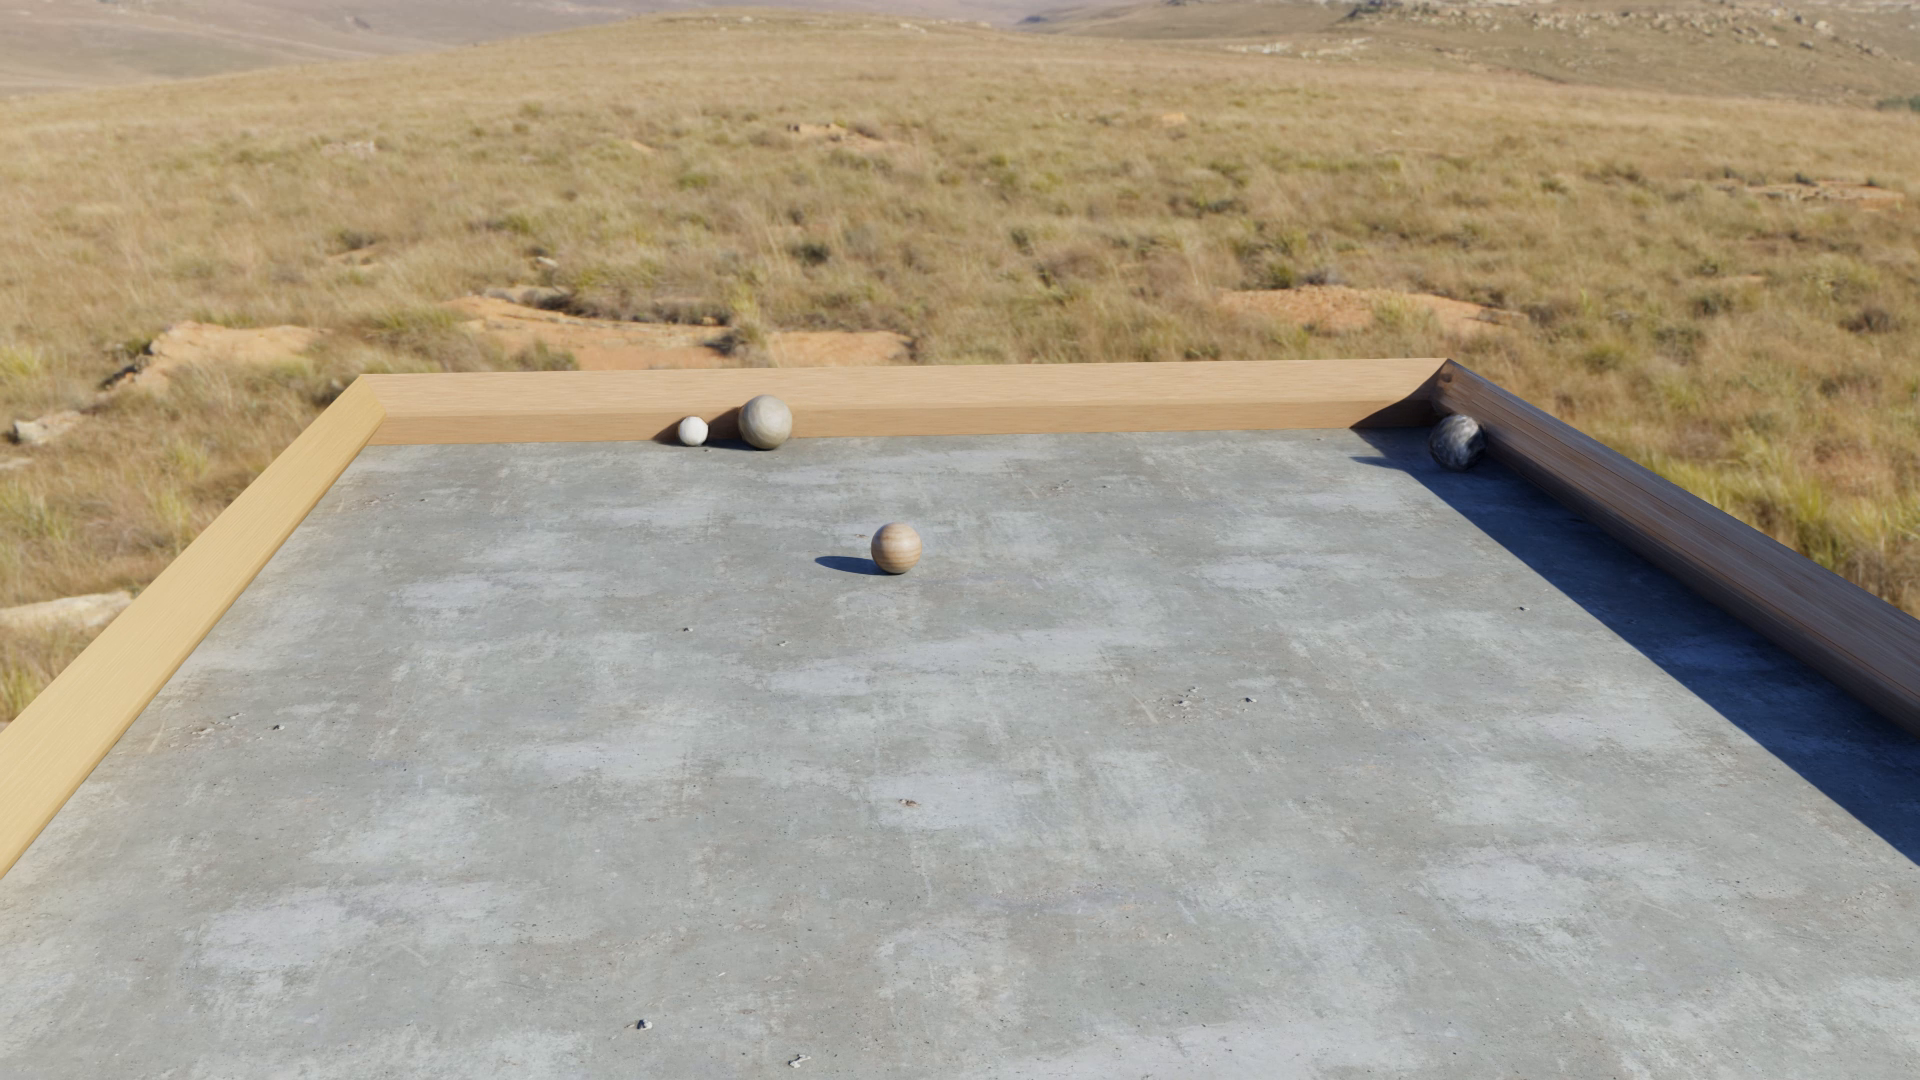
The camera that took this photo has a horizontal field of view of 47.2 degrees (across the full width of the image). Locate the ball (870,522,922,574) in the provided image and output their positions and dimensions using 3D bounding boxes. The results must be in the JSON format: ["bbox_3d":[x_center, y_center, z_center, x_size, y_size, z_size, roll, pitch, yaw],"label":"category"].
[{"bbox_3d":[-0.081,0.010,2.798,0.066,0.066,0.066,0,14,0],"label":"ball"}]

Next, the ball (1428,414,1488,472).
[{"bbox_3d":[0.763,-0.148,3.370,0.088,0.088,0.088,0,14,0],"label":"ball"}]

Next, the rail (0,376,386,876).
[{"bbox_3d":[-0.798,0.202,1.949,0.045,0.115,3.334,-1,14,-5],"label":"rail"}]

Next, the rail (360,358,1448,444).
[{"bbox_3d":[-0.071,-0.224,3.609,1.795,0.115,0.045,-1,14,-5],"label":"rail"}]

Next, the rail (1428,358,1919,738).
[{"bbox_3d":[0.943,0.164,2.097,0.045,0.115,3.334,-1,14,-5],"label":"rail"}]

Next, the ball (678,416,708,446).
[{"bbox_3d":[-0.432,-0.176,3.558,0.048,0.048,0.048,0,14,0],"label":"ball"}]

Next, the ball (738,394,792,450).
[{"bbox_3d":[-0.312,-0.189,3.528,0.089,0.089,0.089,0,14,0],"label":"ball"}]
